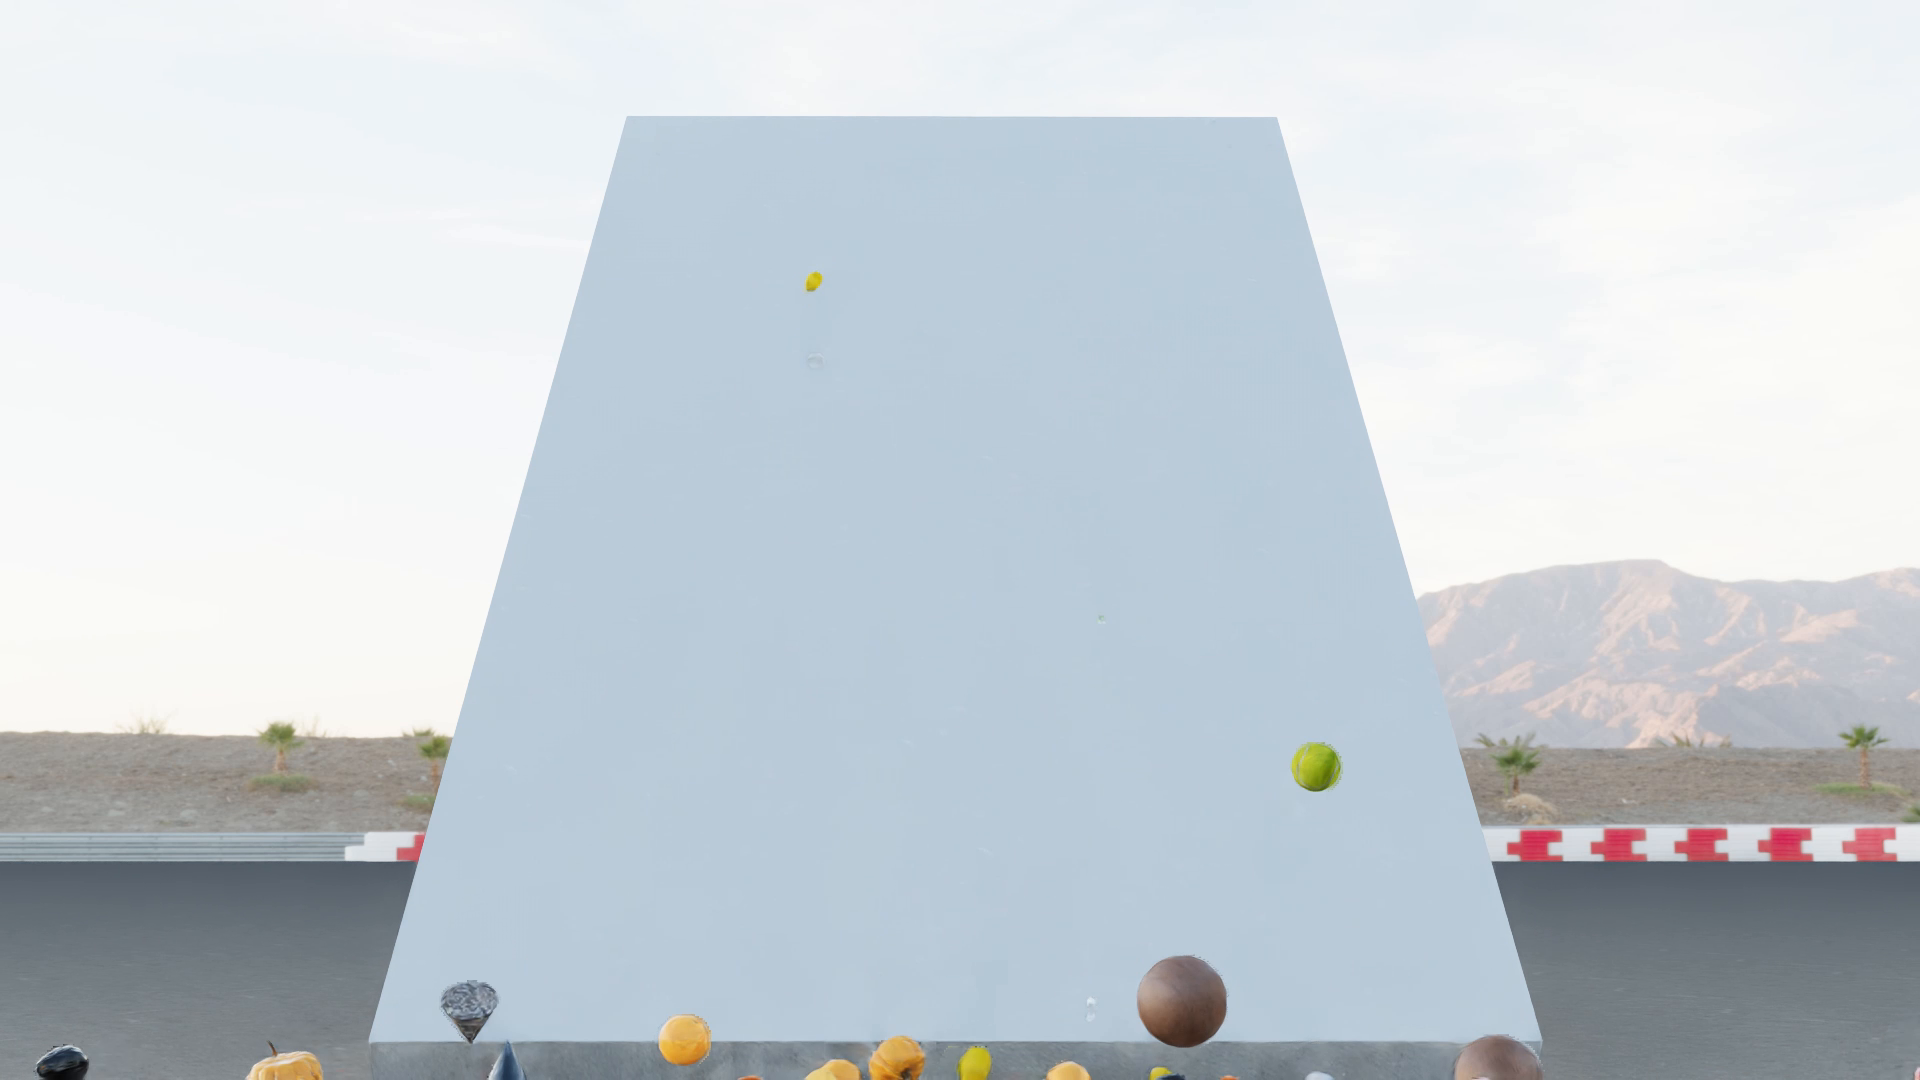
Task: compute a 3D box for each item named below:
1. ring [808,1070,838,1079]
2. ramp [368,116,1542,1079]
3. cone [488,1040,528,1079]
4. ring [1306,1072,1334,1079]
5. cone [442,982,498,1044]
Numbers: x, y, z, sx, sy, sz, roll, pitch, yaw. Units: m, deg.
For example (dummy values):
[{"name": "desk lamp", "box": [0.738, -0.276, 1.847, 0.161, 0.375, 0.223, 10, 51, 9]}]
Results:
[{"name": "ring", "box": [-0.196, 0.775, 3.364, 0.034, 0.101, 0.101, 14, -1, 24]}, {"name": "ramp", "box": [-0.015, -0.183, 5.891, 2.000, 0.100, 4.000, 0, 33, 0]}, {"name": "cone", "box": [-0.731, 0.854, 3.961, 0.097, 0.097, 0.097, 0, -7, 0]}, {"name": "ring", "box": [0.483, 0.744, 3.167, 0.041, 0.124, 0.124, -27, -2, -13]}, {"name": "cone", "box": [-0.798, 0.787, 4.001, 0.092, 0.092, 0.092, 4, 29, -2]}]
